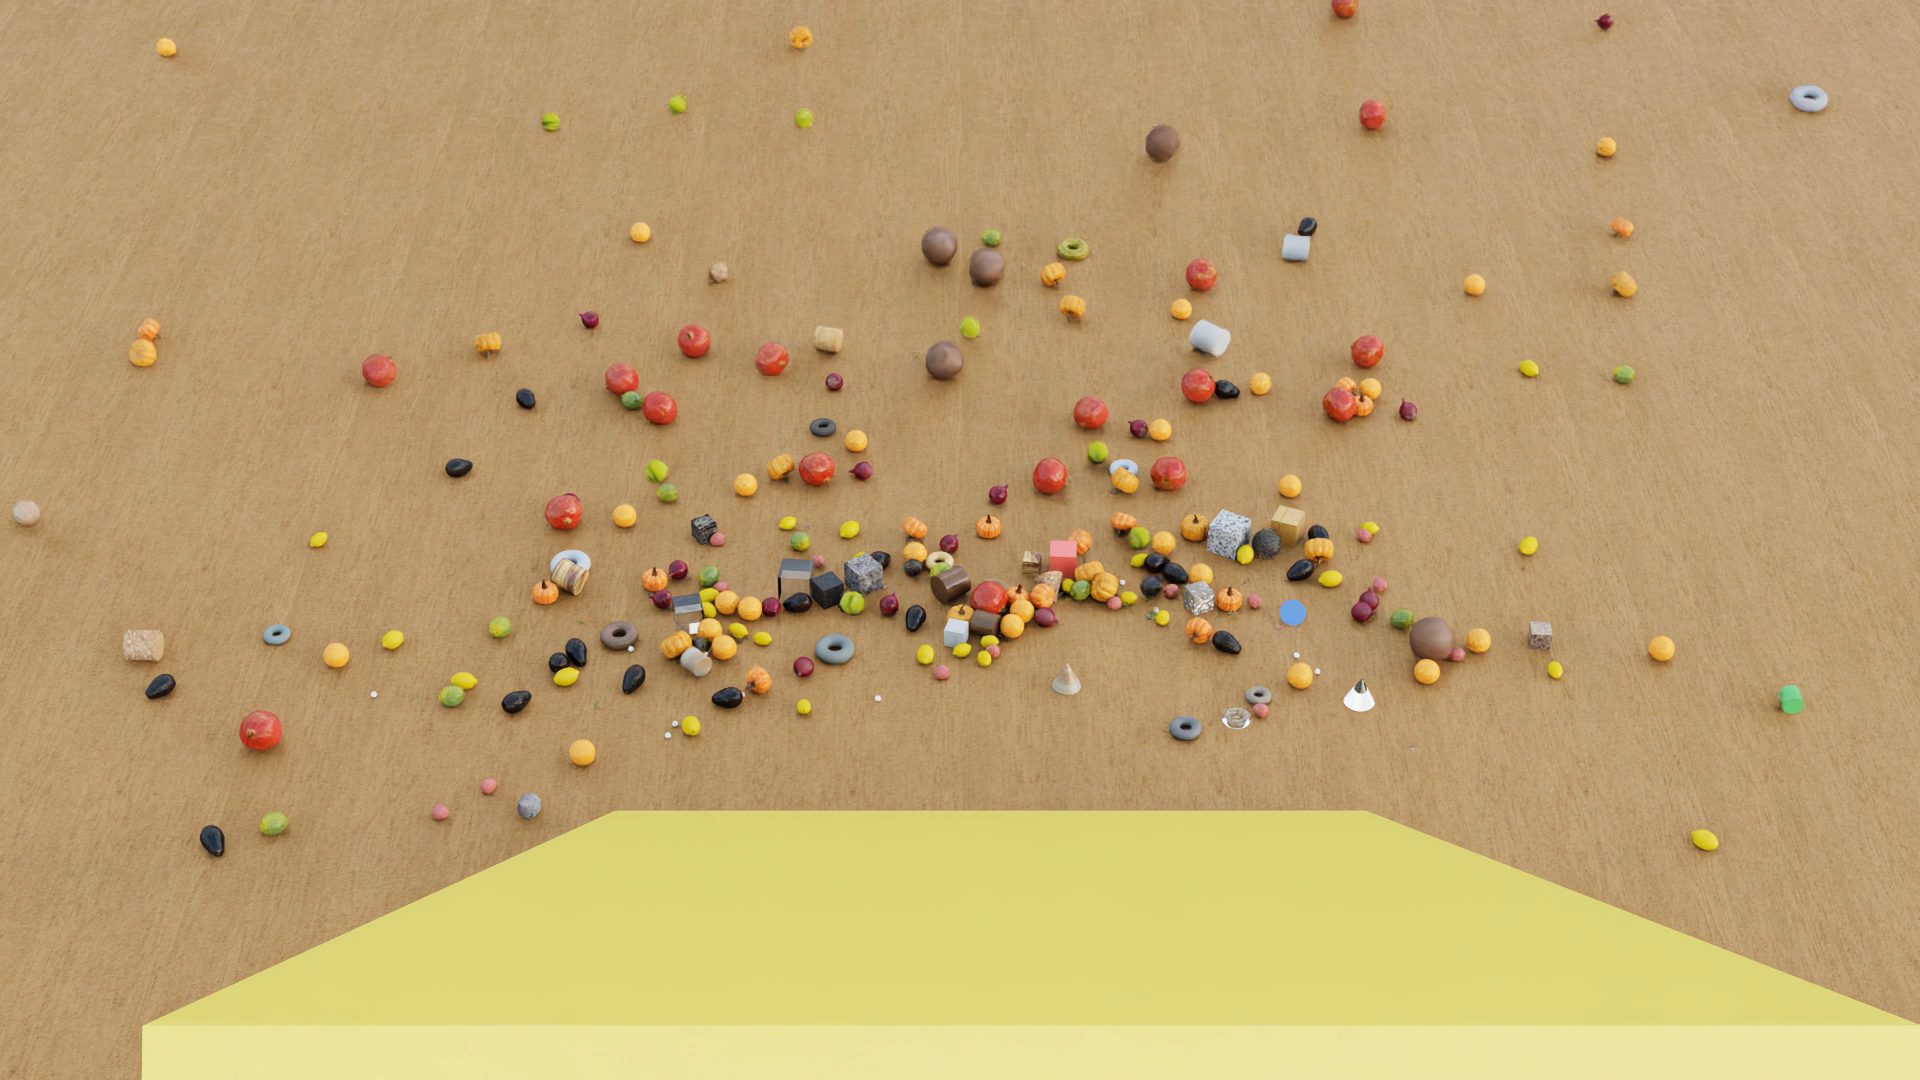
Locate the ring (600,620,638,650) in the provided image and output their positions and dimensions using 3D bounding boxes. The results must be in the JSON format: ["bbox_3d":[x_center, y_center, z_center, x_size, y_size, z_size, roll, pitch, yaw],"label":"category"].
[{"bbox_3d":[-0.996,0.279,7.607,0.113,0.038,0.113,0,38,0],"label":"ring"}]

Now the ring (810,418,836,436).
[{"bbox_3d":[-0.447,-0.367,8.477,0.087,0.029,0.087,0,36,0],"label":"ring"}]

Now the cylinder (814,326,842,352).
[{"bbox_3d":[-0.449,-0.683,8.856,0.079,0.079,0.079,10,38,13],"label":"cylinder"}]

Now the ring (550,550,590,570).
[{"bbox_3d":[-1.180,0.074,7.878,0.122,0.041,0.122,-1,38,1],"label":"ring"}]

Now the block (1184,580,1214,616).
[{"bbox_3d":[0.709,0.172,7.727,0.065,0.065,0.065,-15,39,-19],"label":"block"}]

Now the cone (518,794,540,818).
[{"bbox_3d":[-1.170,0.710,6.982,0.068,0.068,0.068,-3,78,14],"label":"cone"}]

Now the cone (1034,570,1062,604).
[{"bbox_3d":[0.275,0.153,7.774,0.089,0.089,0.089,-10,64,-13],"label":"cone"}]

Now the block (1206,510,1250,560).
[{"bbox_3d":[0.822,-0.016,7.952,0.096,0.096,0.096,20,41,25],"label":"block"}]

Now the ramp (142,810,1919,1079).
[{"bbox_3d":[0.081,0.683,4.920,2.000,0.100,4.000,0,-3,0],"label":"ramp"}]

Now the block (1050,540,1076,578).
[{"bbox_3d":[0.312,0.058,7.866,0.080,0.080,0.080,2,37,3],"label":"block"}]

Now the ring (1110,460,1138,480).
[{"bbox_3d":[0.522,-0.224,8.284,0.094,0.031,0.094,-1,36,1],"label":"ring"}]

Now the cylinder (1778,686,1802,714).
[{"bbox_3d":[2.351,0.451,7.361,0.057,0.057,0.057,3,43,4],"label":"cylinder"}]

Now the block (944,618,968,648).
[{"bbox_3d":[-0.011,0.274,7.597,0.058,0.058,0.058,10,38,13],"label":"block"}]

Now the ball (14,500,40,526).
[{"bbox_3d":[-2.892,-0.083,8.056,0.078,0.078,0.078,0,37,0],"label":"ball"}]

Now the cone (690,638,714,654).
[{"bbox_3d":[-0.751,0.330,7.546,0.067,0.067,0.067,2,63,3],"label":"cone"}]

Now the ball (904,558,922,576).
[{"bbox_3d":[-0.140,0.083,7.856,0.052,0.052,0.052,0,37,0],"label":"ball"}]

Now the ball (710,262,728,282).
[{"bbox_3d":[-0.856,-0.949,9.221,0.067,0.067,0.067,0,37,0],"label":"ball"}]

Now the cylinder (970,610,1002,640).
[{"bbox_3d":[0.077,0.246,7.622,0.073,0.073,0.073,15,39,19],"label":"cylinder"}]

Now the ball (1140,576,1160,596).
[{"bbox_3d":[0.568,0.139,7.774,0.060,0.060,0.060,0,37,0],"label":"ball"}]

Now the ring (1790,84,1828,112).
[{"bbox_3d":[3.360,-1.748,10.293,0.146,0.049,0.146,-1,47,1],"label":"ring"}]

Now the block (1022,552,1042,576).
[{"bbox_3d":[0.218,0.071,7.873,0.051,0.051,0.051,8,38,10],"label":"block"}]

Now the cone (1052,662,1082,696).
[{"bbox_3d":[0.305,0.383,7.427,0.087,0.087,0.087,0,37,0],"label":"cone"}]

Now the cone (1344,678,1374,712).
[{"bbox_3d":[1.135,0.424,7.373,0.087,0.087,0.087,0,37,0],"label":"cone"}]

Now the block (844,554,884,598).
[{"bbox_3d":[-0.289,0.106,7.801,0.082,0.082,0.082,-25,44,-29],"label":"block"}]

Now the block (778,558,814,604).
[{"bbox_3d":[-0.489,0.124,7.766,0.095,0.095,0.095,3,37,5],"label":"block"}]

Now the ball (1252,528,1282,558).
[{"bbox_3d":[0.933,0.010,7.923,0.090,0.090,0.090,0,37,0],"label":"ball"}]

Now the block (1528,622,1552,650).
[{"bbox_3d":[1.691,0.280,7.588,0.059,0.059,0.059,2,37,3],"label":"block"}]

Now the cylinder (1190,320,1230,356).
[{"bbox_3d":[0.849,-0.685,8.843,0.097,0.097,0.097,28,45,32],"label":"cylinder"}]

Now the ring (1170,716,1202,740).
[{"bbox_3d":[0.631,0.527,7.283,0.091,0.030,0.091,-1,37,1],"label":"ring"}]

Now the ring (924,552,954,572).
[{"bbox_3d":[-0.063,0.067,7.897,0.088,0.029,0.088,-1,38,1],"label":"ring"}]

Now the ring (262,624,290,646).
[{"bbox_3d":[-2.001,0.277,7.619,0.080,0.027,0.080,0,38,0],"label":"ring"}]

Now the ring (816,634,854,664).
[{"bbox_3d":[-0.364,0.317,7.557,0.115,0.038,0.115,1,38,0],"label":"ring"}]

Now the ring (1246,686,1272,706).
[{"bbox_3d":[0.849,0.443,7.398,0.075,0.025,0.075,-1,36,0],"label":"ring"}]

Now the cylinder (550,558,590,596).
[{"bbox_3d":[-1.167,0.109,7.780,0.083,0.083,0.083,28,43,11],"label":"cylinder"}]

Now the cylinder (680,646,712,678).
[{"bbox_3d":[-0.760,0.351,7.488,0.065,0.065,0.065,-30,46,-34],"label":"cylinder"}]

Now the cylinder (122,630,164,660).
[{"bbox_3d":[-2.364,0.304,7.531,0.089,0.089,0.089,2,37,3],"label":"cylinder"}]

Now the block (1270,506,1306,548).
[{"bbox_3d":[1.007,-0.042,7.997,0.082,0.082,0.082,15,39,19],"label":"block"}]

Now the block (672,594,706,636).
[{"bbox_3d":[-0.798,0.219,7.650,0.082,0.082,0.082,-8,38,-10],"label":"block"}]

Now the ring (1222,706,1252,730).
[{"bbox_3d":[0.778,0.501,7.320,0.083,0.028,0.083,0,35,0],"label":"ring"}]

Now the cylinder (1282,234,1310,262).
[{"bbox_3d":[1.208,-1.050,9.338,0.089,0.089,0.089,8,38,10],"label":"cylinder"}]

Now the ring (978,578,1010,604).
[{"bbox_3d":[0.102,0.151,7.781,0.098,0.033,0.098,3,38,-2],"label":"ring"}]

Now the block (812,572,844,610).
[{"bbox_3d":[-0.394,0.150,7.751,0.071,0.071,0.071,-21,42,-26],"label":"block"}]

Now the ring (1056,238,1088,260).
[{"bbox_3d":[0.406,-1.049,9.378,0.117,0.039,0.117,0,38,0],"label":"ring"}]

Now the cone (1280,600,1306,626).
[{"bbox_3d":[0.991,0.208,7.704,0.077,0.077,0.077,10,12,13],"label":"cone"}]

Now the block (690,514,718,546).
[{"bbox_3d":[-0.787,-0.033,8.004,0.060,0.060,0.060,-20,41,-25],"label":"block"}]
